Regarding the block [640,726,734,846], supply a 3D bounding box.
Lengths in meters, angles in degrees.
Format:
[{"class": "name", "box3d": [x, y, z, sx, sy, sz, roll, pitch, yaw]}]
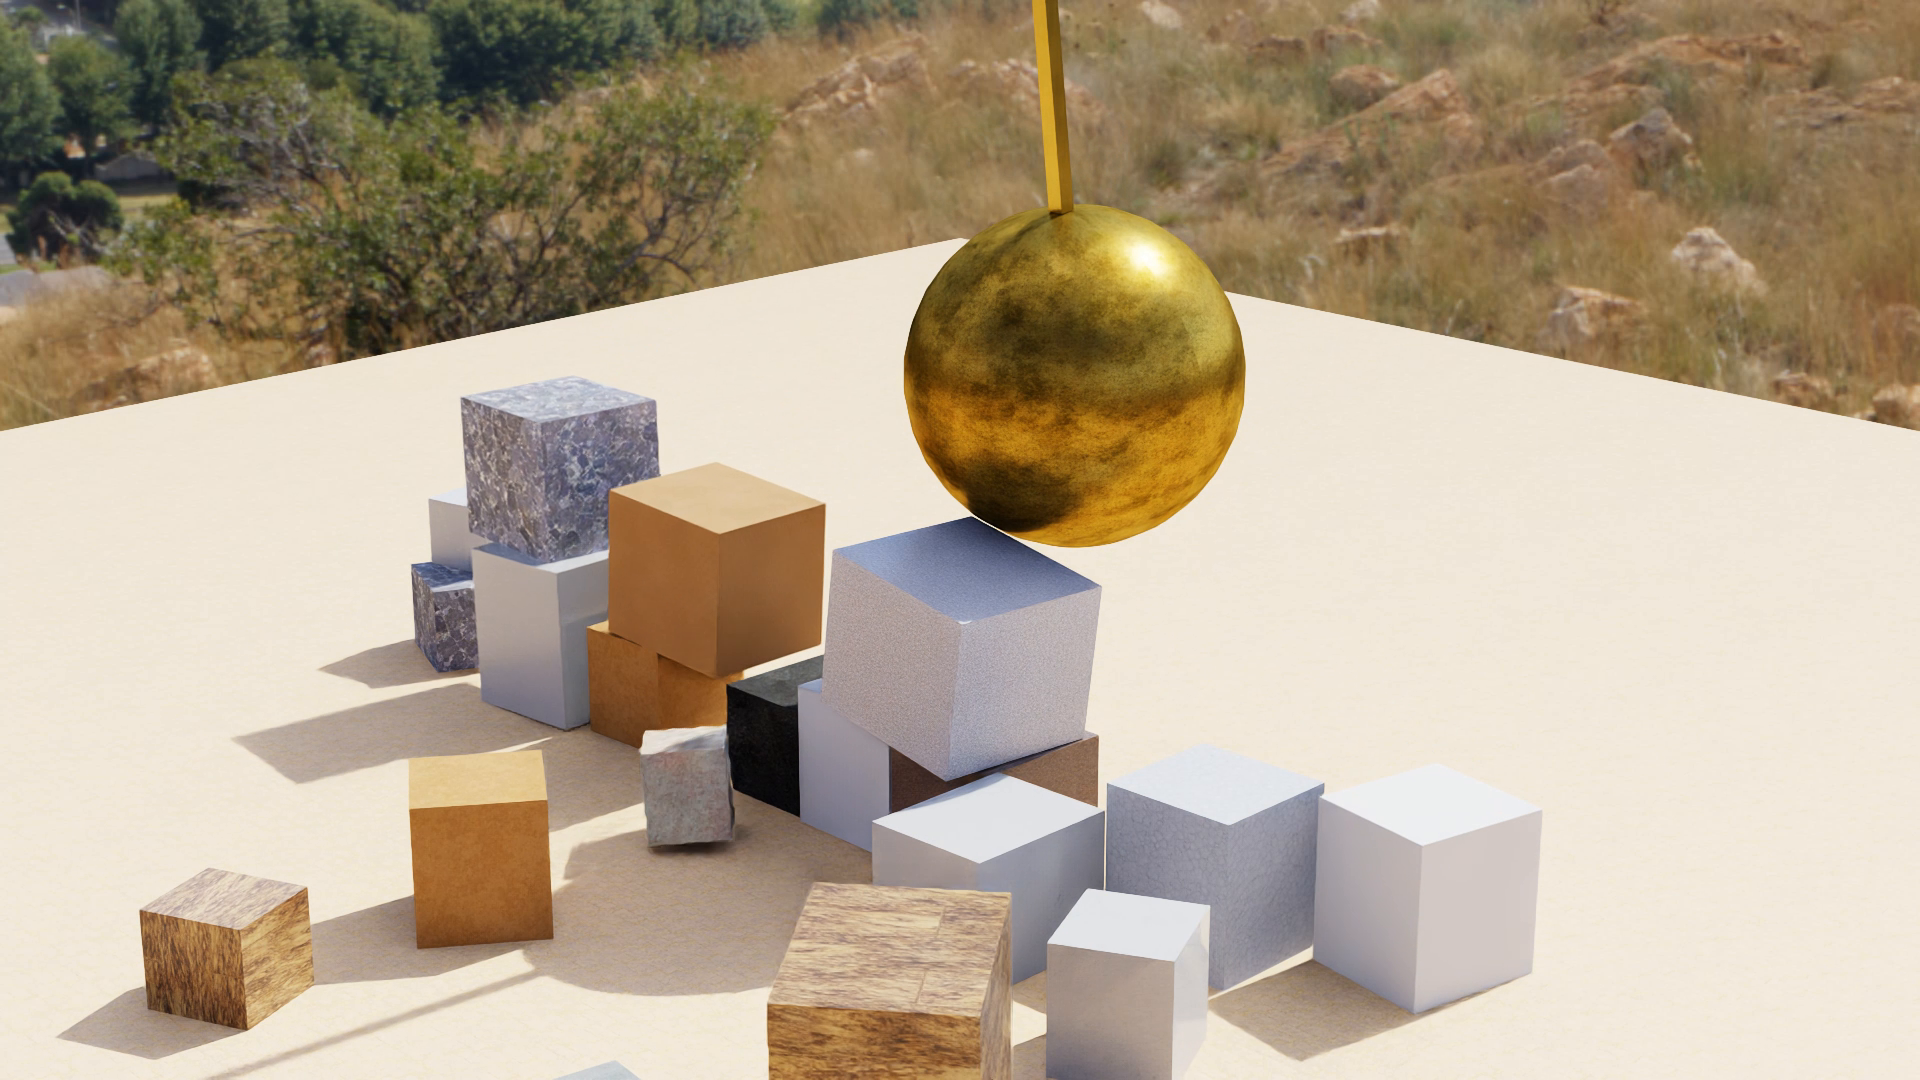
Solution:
[{"class": "block", "box3d": [-1.277, 1.150, 13.765, 0.391, 0.445, 0.381, -4, 13, -2]}]

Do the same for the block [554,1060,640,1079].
[{"class": "block", "box3d": [-1.299, 2.219, 10.421, 0.428, 0.517, 0.425, -12, 21, -34]}]

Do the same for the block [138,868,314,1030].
[{"class": "block", "box3d": [-3.045, 1.696, 12.198, 0.502, 0.451, 0.463, 7, 19, 22]}]

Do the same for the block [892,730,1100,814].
[{"class": "block", "box3d": [0.163, 1.194, 13.538, 0.720, 0.605, 0.627, -17, 24, -42]}]

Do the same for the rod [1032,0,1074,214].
[{"class": "rod", "box3d": [0.231, -3.891, 12.361, 0.080, 5.200, 0.080, 17, 31, 42]}]

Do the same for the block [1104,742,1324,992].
[{"class": "block", "box3d": [1.093, 1.397, 12.641, 0.669, 0.756, 0.651, 16, 24, 41]}]

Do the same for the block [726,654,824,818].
[{"class": "block", "box3d": [-0.717, 0.955, 14.406, 0.642, 0.540, 0.552, -16, 24, -42]}]

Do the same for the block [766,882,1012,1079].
[{"class": "block", "box3d": [-0.240, 1.888, 10.800, 0.753, 0.878, 0.940, 2, 20, 7]}]

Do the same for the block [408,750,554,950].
[{"class": "block", "box3d": [-2.115, 1.357, 12.933, 0.587, 0.655, 0.592, -3, 18, -10]}]

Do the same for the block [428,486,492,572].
[{"class": "block", "box3d": [-2.663, -0.067, 16.383, 0.430, 0.375, 0.404, 11, 21, 32]}]

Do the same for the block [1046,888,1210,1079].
[{"class": "block", "box3d": [0.670, 1.794, 11.665, 0.513, 0.582, 0.544, 6, 18, 18]}]

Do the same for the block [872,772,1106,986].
[{"class": "block", "box3d": [0.124, 1.475, 12.610, 0.632, 0.624, 0.781, 16, 24, 42]}]

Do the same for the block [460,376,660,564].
[{"class": "block", "box3d": [-2.104, -0.386, 15.489, 0.705, 0.745, 0.800, -14, 21, -38]}]

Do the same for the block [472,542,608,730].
[{"class": "block", "box3d": [-2.025, 0.426, 15.546, 0.700, 0.848, 0.805, 14, 22, 41]}]

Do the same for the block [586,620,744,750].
[{"class": "block", "box3d": [-1.515, 0.710, 15.140, 0.547, 0.568, 0.583, 16, 23, 41]}]

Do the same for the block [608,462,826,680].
[{"class": "block", "box3d": [-1.226, 0.139, 14.754, 0.822, 0.760, 0.712, 21, 26, 40]}]

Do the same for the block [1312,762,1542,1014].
[{"class": "block", "box3d": [1.977, 1.463, 12.432, 0.680, 0.754, 0.635, -12, 21, -33]}]

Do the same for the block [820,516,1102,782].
[{"class": "block", "box3d": [-0.003, 0.475, 13.328, 0.829, 0.764, 0.905, -14, 30, -39]}]

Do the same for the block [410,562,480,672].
[{"class": "block", "box3d": [-2.717, 0.400, 16.298, 0.527, 0.464, 0.544, -7, 19, -22]}]

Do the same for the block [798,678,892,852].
[{"class": "block", "box3d": [-0.290, 1.015, 13.961, 0.705, 0.692, 0.640, -16, 23, -41]}]

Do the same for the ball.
[{"class": "ball", "box3d": [0.533, -0.764, 13.660, 1.600, 1.600, 1.600, 0, 17, 0]}]
